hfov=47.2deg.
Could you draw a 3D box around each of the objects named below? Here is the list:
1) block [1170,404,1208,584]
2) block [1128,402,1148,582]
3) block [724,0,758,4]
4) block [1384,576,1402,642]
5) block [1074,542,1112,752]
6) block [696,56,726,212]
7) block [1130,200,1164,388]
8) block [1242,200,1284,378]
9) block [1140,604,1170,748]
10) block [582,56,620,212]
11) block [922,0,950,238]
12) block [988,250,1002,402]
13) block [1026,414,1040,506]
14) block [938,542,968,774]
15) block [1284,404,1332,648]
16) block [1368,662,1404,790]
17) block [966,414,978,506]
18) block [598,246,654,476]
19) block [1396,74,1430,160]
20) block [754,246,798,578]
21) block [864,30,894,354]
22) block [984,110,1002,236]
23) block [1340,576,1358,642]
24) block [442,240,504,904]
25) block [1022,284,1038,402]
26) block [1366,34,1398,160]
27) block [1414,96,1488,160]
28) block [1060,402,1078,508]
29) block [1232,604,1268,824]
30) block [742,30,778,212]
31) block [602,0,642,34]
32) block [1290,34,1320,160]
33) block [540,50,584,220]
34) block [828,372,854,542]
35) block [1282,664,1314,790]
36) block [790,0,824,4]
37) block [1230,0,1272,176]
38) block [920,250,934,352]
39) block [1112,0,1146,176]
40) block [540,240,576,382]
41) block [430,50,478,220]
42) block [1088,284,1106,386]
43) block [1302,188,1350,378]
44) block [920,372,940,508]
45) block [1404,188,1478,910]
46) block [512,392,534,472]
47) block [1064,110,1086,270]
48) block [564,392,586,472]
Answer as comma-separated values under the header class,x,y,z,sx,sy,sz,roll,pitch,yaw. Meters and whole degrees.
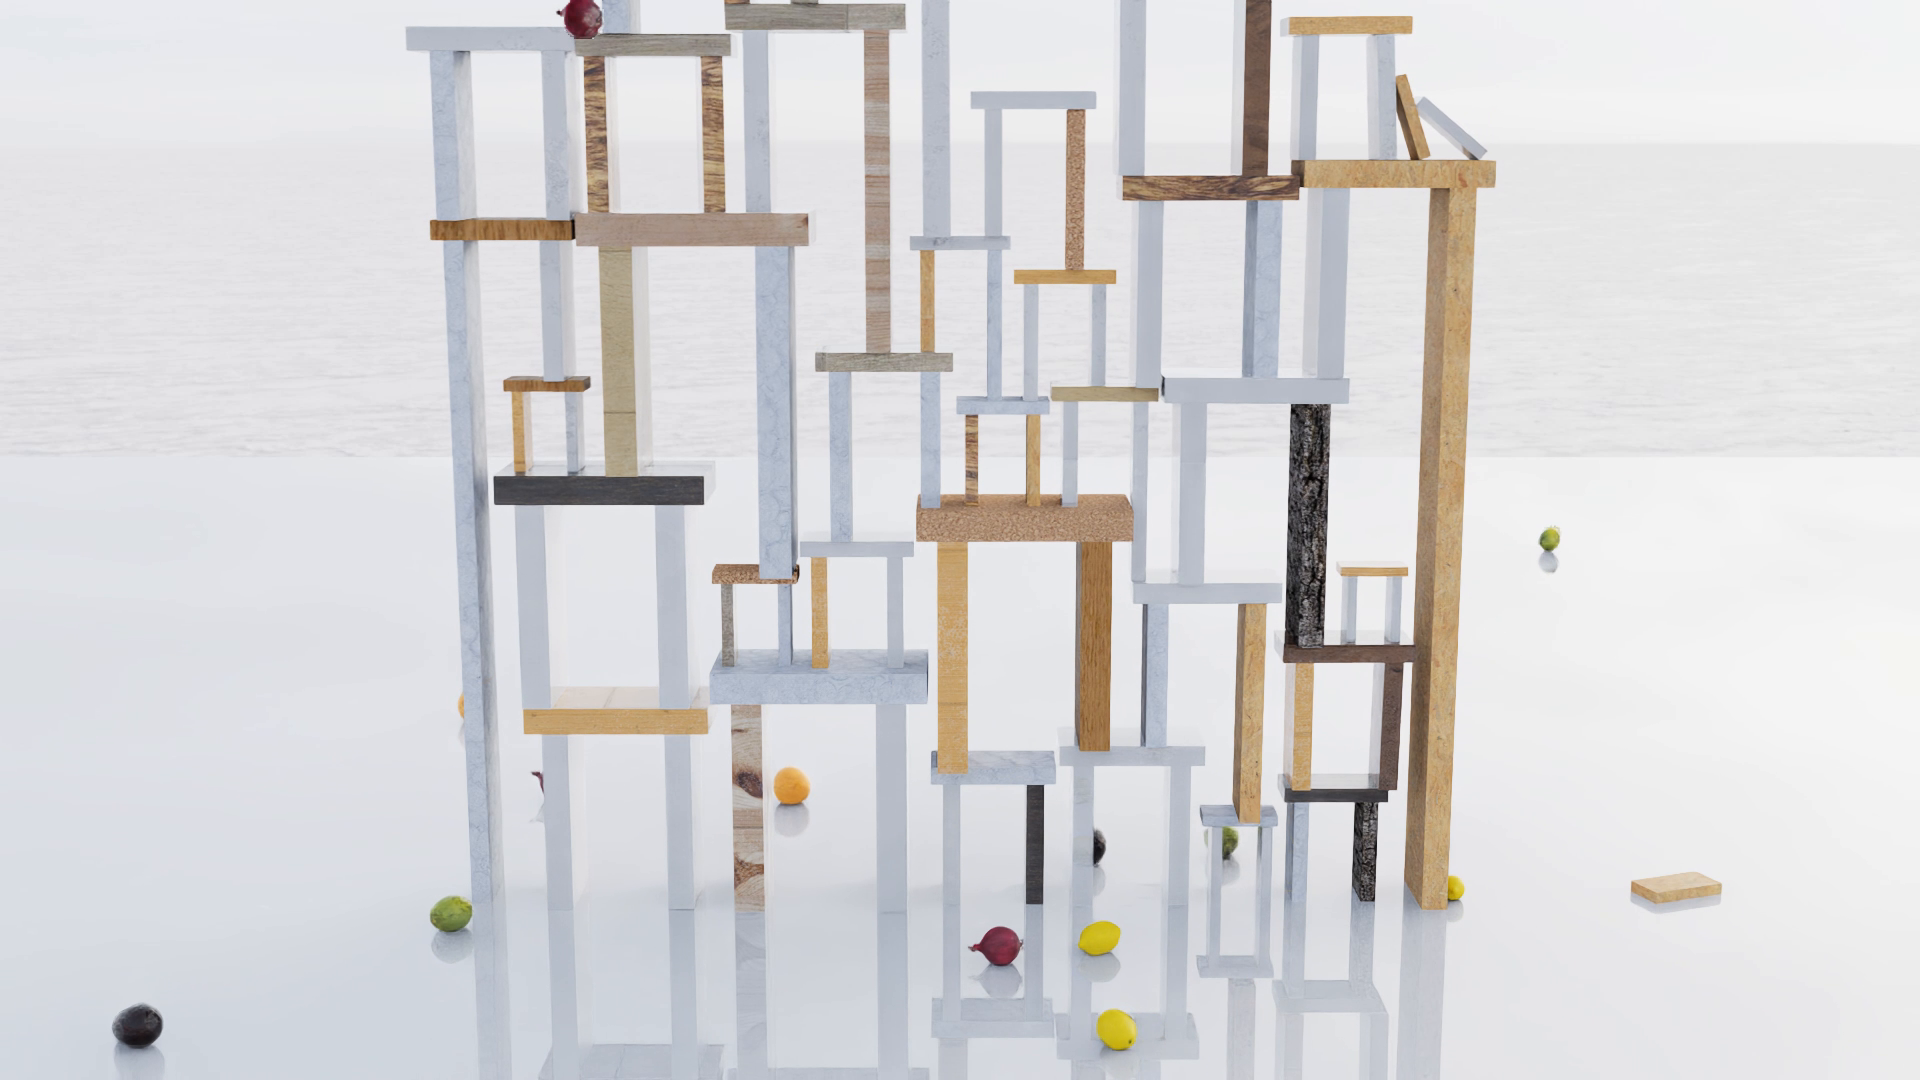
class,x,y,z,sx,sy,sz,roll,pitch,yaw
block,0.368,-0.085,3.542,0.041,0.289,0.144,0,11,0
block,0.287,-0.084,3.539,0.024,0.289,0.085,0,11,1
block,-0.338,-0.966,3.378,0.040,0.283,0.141,0,11,0
block,0.704,0.107,3.575,0.015,0.108,0.054,0,10,0
block,0.217,0.156,3.589,0.049,0.343,0.171,0,11,0
block,-0.391,-0.635,3.446,0.034,0.237,0.118,-2,11,-11
block,0.295,-0.394,3.489,0.039,0.290,0.137,0,11,0
block,0.479,-0.402,3.488,0.039,0.274,0.137,0,11,0
block,0.318,0.208,3.594,0.034,0.238,0.119,0,11,0
block,-0.560,-0.634,3.440,0.034,0.237,0.118,0,11,0
block,-0.038,-0.803,3.410,0.043,0.654,0.151,0,11,0
block,0.055,-0.344,3.500,0.022,0.238,0.079,0,11,0
block,0.117,-0.133,3.533,0.021,0.148,0.074,0,11,0
block,-0.012,0.174,3.591,0.049,0.380,0.171,0,11,0
block,0.561,-0.033,3.553,0.041,0.393,0.144,0,10,0
block,0.700,0.294,3.617,0.030,0.213,0.107,1,11,1
block,0.019,-0.133,3.533,0.021,0.148,0.074,0,11,0
block,-0.532,-0.292,3.508,0.051,0.359,0.180,0,11,0
block,0.701,-0.660,3.435,0.019,0.132,0.066,-19,10,3
block,-0.292,-0.212,3.522,0.051,0.522,0.180,0,11,-1
block,-0.128,-0.547,3.463,0.039,0.493,0.138,0,11,0
block,0.052,-0.577,3.448,0.027,0.194,0.097,0,11,1
block,0.633,0.107,3.576,0.015,0.108,0.054,0,11,0
block,-0.788,0.056,3.575,0.031,1.084,0.110,0,11,0
block,0.112,-0.318,3.502,0.023,0.185,0.080,0,11,0
block,0.659,-0.691,3.436,0.027,0.190,0.095,-3,11,0
block,0.762,-0.644,3.437,0.132,0.019,0.066,39,8,-7
block,0.175,-0.143,3.531,0.024,0.169,0.085,0,11,0
block,0.475,0.271,3.610,0.034,0.367,0.119,0,11,1
block,-0.312,-0.654,3.442,0.039,0.275,0.138,0,11,0
block,-0.524,-0.944,3.382,0.040,0.327,0.141,0,11,-1
block,0.538,-0.690,3.437,0.027,0.190,0.095,0,11,0
block,-0.622,-0.633,3.446,0.036,0.257,0.128,0,11,0
block,-0.191,-0.140,3.534,0.031,0.272,0.108,0,11,0
block,0.556,0.294,3.618,0.030,0.213,0.107,0,10,0
block,-0.235,-0.976,3.378,0.043,0.302,0.151,0,11,0
block,0.453,-0.712,3.426,0.040,0.282,0.141,0,11,0
block,-0.051,-0.383,3.492,0.022,0.158,0.079,0,11,0
block,0.263,-0.712,3.426,0.040,0.282,0.141,0,11,0
block,-0.639,-0.368,3.497,0.031,0.220,0.110,0,11,1
block,-0.792,-0.632,3.443,0.036,0.256,0.128,0,11,0
block,0.219,-0.329,3.498,0.023,0.160,0.080,0,11,0
block,0.578,-0.410,3.479,0.042,0.293,0.147,0,11,0
block,-0.047,-0.167,3.529,0.031,0.217,0.108,0,11,0
block,0.775,0.018,3.559,0.042,1.165,0.147,0,11,0
block,-0.702,-0.178,3.526,0.018,0.128,0.064,0,11,0
block,0.181,-0.550,3.452,0.027,0.246,0.097,0,11,1
block,-0.617,-0.178,3.525,0.018,0.128,0.064,0,11,0
